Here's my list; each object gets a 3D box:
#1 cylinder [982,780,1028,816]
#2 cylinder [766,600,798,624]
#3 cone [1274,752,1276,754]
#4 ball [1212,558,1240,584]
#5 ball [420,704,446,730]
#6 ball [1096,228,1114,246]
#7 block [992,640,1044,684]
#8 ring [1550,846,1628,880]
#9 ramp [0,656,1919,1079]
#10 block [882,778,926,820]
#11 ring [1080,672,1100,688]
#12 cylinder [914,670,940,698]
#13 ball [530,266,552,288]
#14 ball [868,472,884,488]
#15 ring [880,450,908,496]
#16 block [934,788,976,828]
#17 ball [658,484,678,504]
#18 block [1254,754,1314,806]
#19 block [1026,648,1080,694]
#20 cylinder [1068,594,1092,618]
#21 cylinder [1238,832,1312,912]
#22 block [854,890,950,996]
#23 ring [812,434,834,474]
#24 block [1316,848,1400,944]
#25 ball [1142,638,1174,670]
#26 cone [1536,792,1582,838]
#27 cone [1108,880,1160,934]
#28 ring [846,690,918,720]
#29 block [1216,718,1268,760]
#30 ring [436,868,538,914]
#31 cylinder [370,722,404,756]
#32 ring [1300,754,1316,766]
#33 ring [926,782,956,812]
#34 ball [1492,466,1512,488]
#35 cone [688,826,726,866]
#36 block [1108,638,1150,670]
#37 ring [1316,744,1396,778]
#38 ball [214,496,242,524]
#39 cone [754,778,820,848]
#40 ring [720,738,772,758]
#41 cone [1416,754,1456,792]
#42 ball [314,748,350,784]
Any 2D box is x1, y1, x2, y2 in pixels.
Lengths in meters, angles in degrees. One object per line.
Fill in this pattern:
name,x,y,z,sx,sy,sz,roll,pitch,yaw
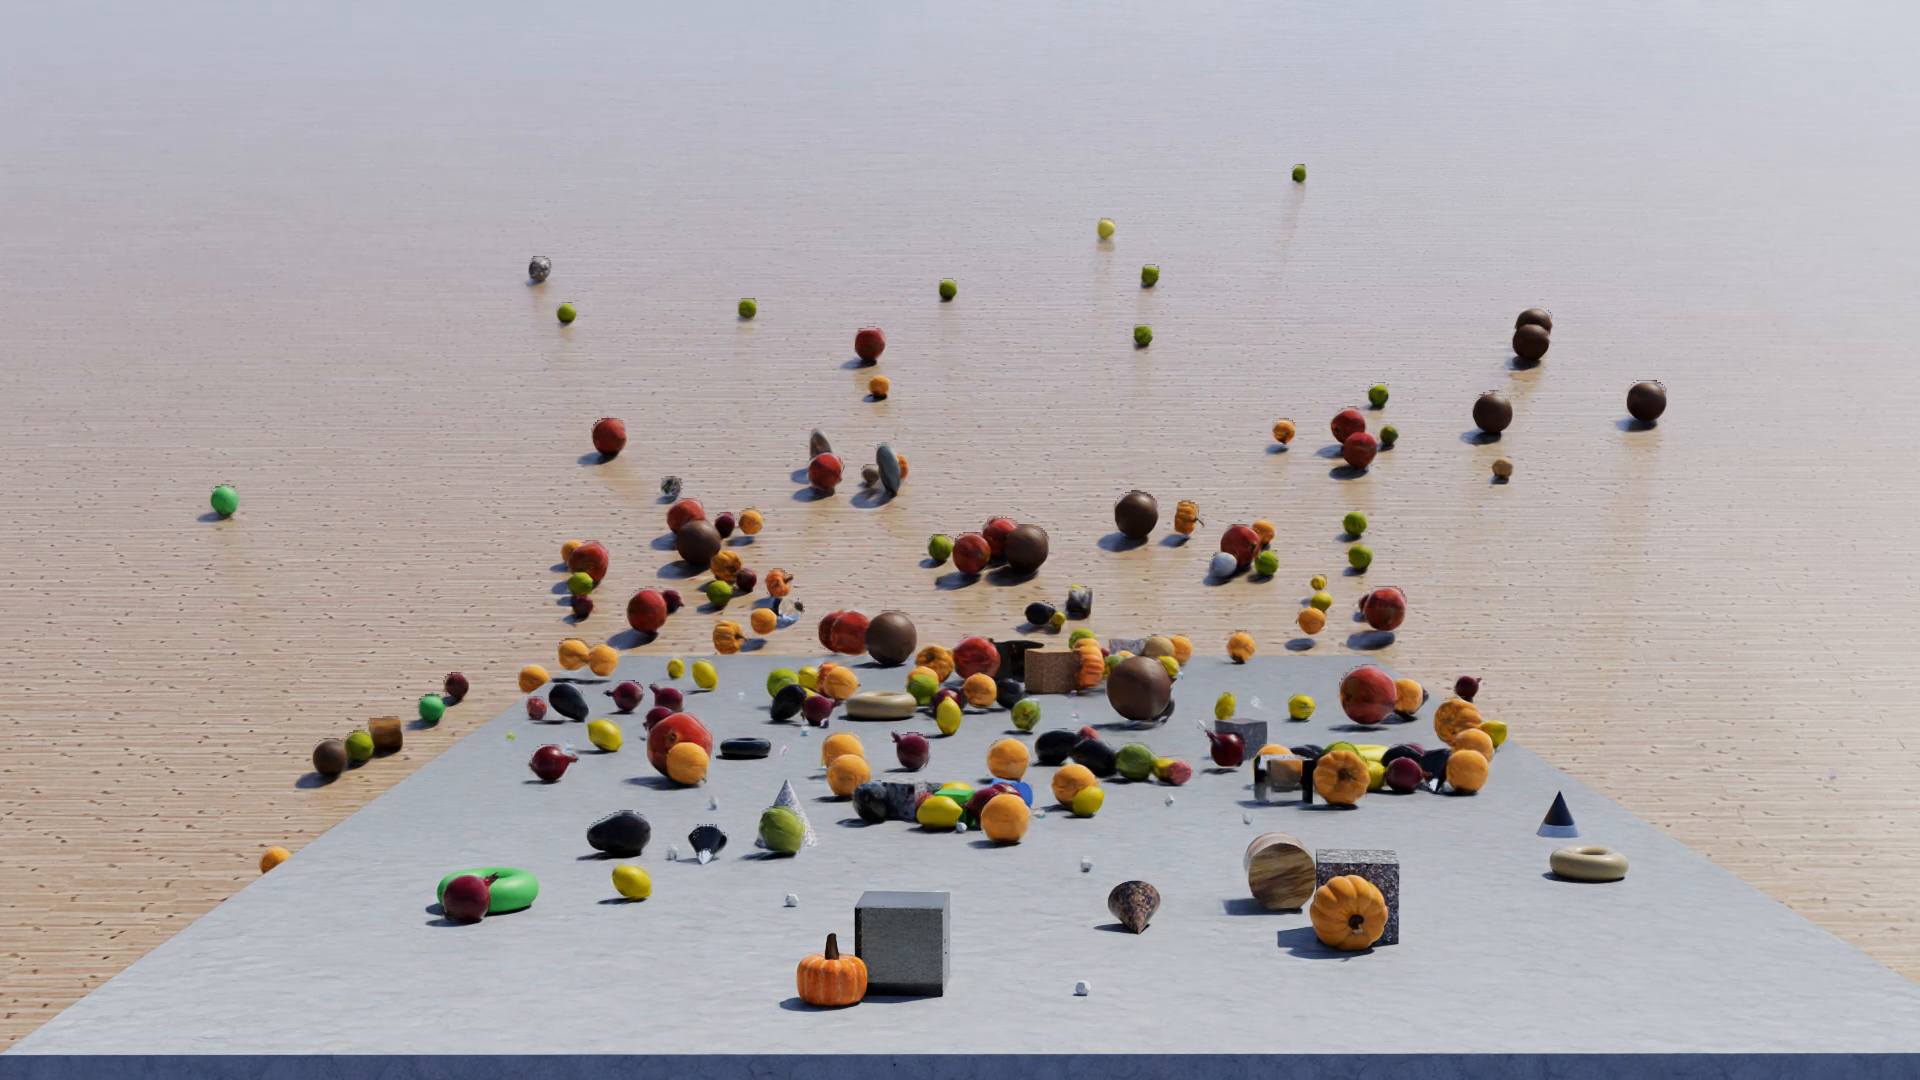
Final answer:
cylinder,0.069,0.402,4.015,0.052,0.052,0.052,-19,15,-40
cylinder,-0.483,0.197,6.956,0.060,0.060,0.060,4,20,36
cone,0.534,0.383,4.349,0.054,0.054,0.054,0,3,0
ball,0.746,0.088,7.214,0.073,0.073,0.073,0,21,0
ball,-1.301,0.438,6.336,0.063,0.063,0.063,0,21,0
ball,0.602,-1.251,10.621,0.075,0.075,0.075,0,21,0
block,0.134,0.282,5.956,0.086,0.086,0.086,-2,3,-27
ring,0.853,0.438,3.484,0.105,0.035,0.105,0,4,0
ramp,0.050,0.451,4.532,2.000,0.100,4.000,0,3,0
block,-0.085,0.402,3.993,0.055,0.055,0.055,1,3,15
ring,0.270,0.317,5.811,0.093,0.031,0.093,3,5,0
cylinder,-0.072,0.315,5.622,0.057,0.057,0.057,0,3,1
ball,-1.632,-1.023,10.024,0.086,0.086,0.086,0,21,0
ball,-0.260,-0.186,7.938,0.054,0.054,0.054,0,21,0
ring,-0.201,-0.203,7.847,0.050,0.149,0.149,-16,25,-16
block,-0.008,0.408,3.908,0.051,0.051,0.051,1,3,17
ball,-0.885,-0.140,7.810,0.062,0.062,0.062,0,21,0
block,0.520,0.385,4.133,0.072,0.072,0.072,-1,3,-16
block,0.206,0.292,5.722,0.092,0.092,0.092,-1,3,-22
cylinder,0.328,0.181,6.993,0.062,0.062,0.062,2,22,7
cylinder,0.402,0.423,3.284,0.087,0.087,0.087,1,3,2
block,-0.063,0.443,2.825,0.096,0.096,0.096,0,3,5
ring,-0.430,-0.270,8.056,0.043,0.130,0.130,-4,21,-23
block,0.478,0.428,3.097,0.096,0.096,0.096,0,3,7
ball,0.477,0.274,6.198,0.077,0.077,0.077,0,21,0
cone,0.891,0.404,3.819,0.067,0.067,0.067,0,3,0
cone,0.214,0.460,3.128,0.065,0.065,0.065,-1,30,-2
ring,-0.161,0.338,5.260,0.148,0.049,0.148,-1,4,0
block,0.509,0.361,4.653,0.066,0.066,0.066,-2,4,-33
ring,-0.602,0.447,3.276,0.128,0.043,0.128,-1,4,0
cylinder,-1.385,0.482,6.213,0.070,0.070,0.070,-8,23,-17
ring,0.570,0.389,4.461,0.092,0.031,0.092,-1,3,0
ring,-0.056,0.408,4.069,0.109,0.036,0.109,-1,4,0
ball,1.674,-0.193,7.939,0.066,0.066,0.066,0,21,0
cone,-0.356,0.438,3.592,0.055,0.055,0.055,0,30,1
block,0.410,0.276,6.234,0.070,0.070,0.070,3,4,42
ring,0.684,0.382,4.445,0.137,0.046,0.137,-3,1,0
ball,-2.181,-0.091,7.657,0.082,0.082,0.082,0,21,0
cone,-0.252,0.394,3.746,0.096,0.096,0.096,0,3,0
ring,-0.390,0.378,4.675,0.094,0.031,0.094,-1,2,0
cone,0.788,0.400,4.260,0.067,0.067,0.067,4,30,11
ball,-1.484,0.533,6.066,0.084,0.084,0.084,0,21,0
